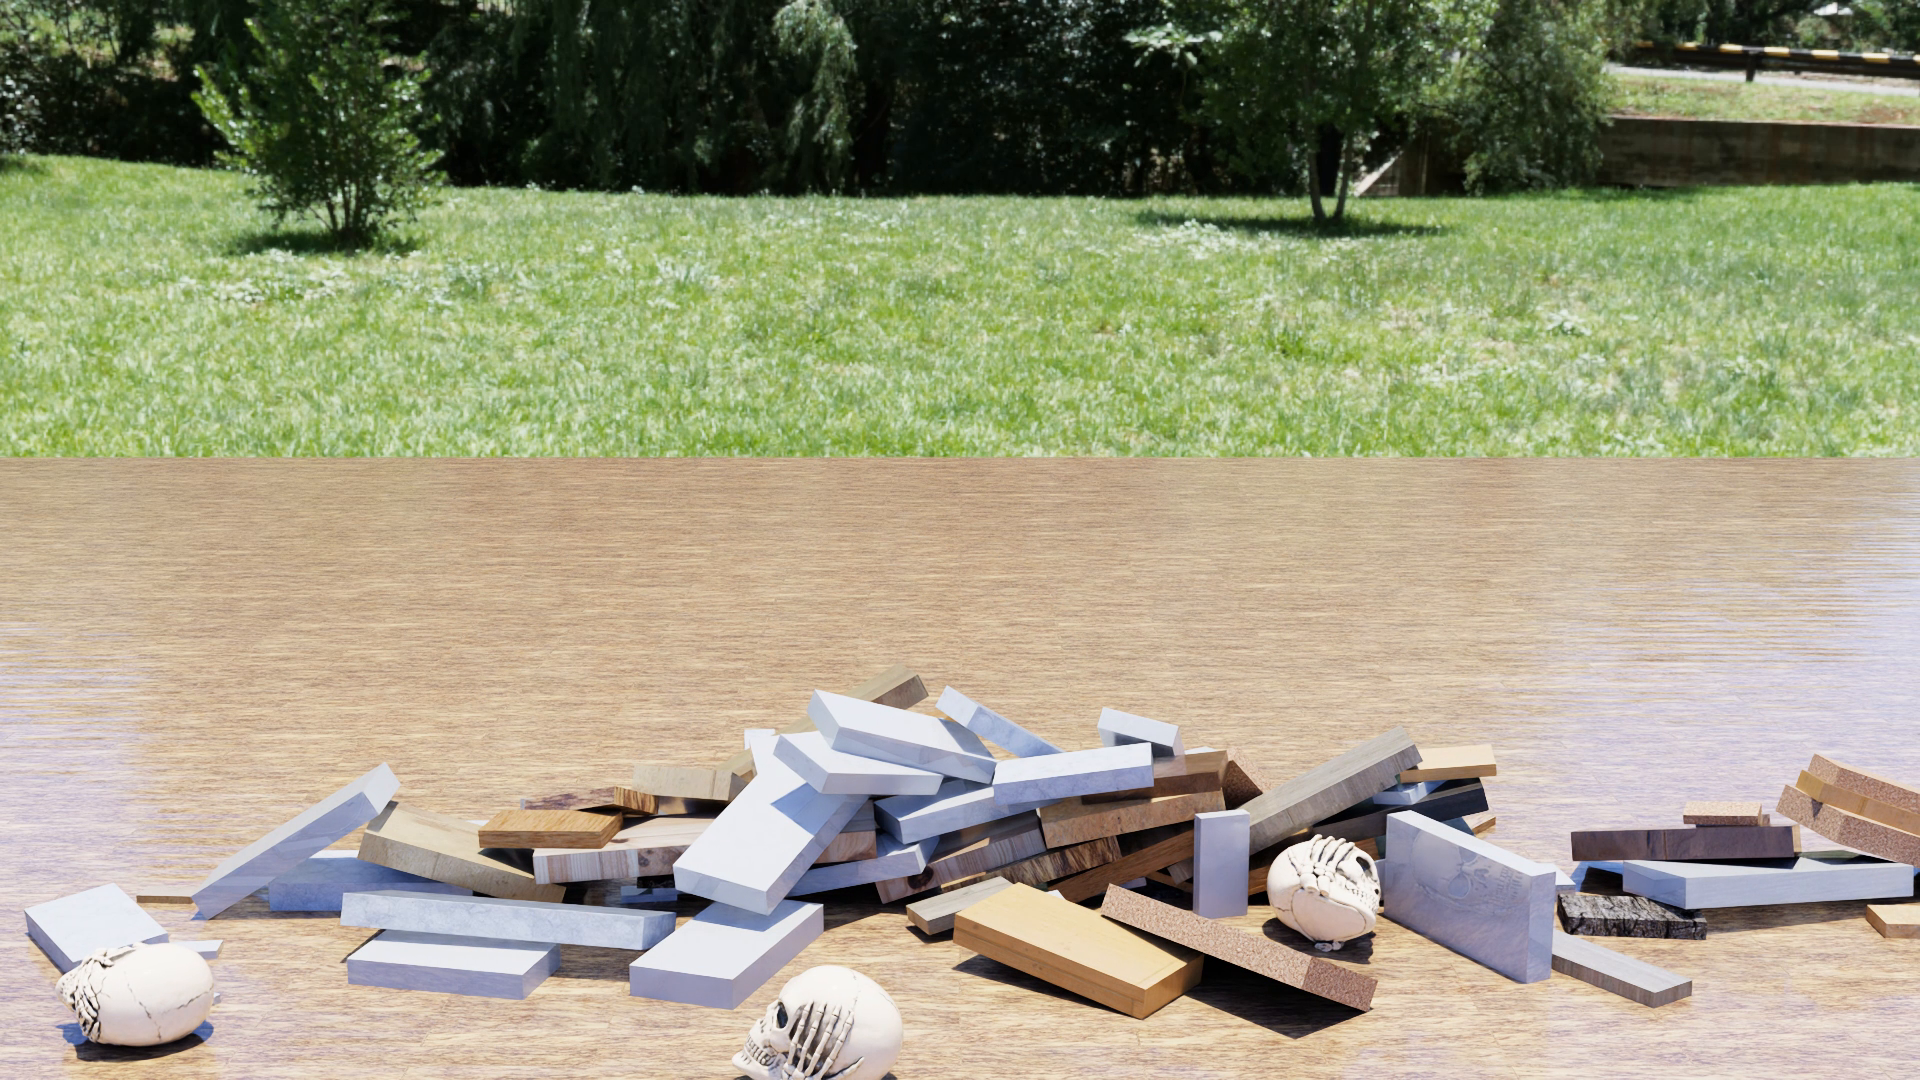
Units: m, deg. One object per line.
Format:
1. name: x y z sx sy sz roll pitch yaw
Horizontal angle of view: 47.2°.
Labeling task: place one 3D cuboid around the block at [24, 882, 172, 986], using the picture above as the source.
1. block: -1.341 0.609 3.415 0.140 0.040 0.281 -15 17 -34

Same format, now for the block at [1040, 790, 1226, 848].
1. block: 0.281 0.437 3.630 0.296 0.042 0.148 -11 10 1

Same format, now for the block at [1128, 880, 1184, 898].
1. block: 0.315 0.583 3.667 0.104 0.015 0.052 -1 11 -5

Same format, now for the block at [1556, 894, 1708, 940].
1. block: 1.073 0.603 3.518 0.213 0.030 0.107 1 11 6

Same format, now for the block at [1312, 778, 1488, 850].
1. block: 0.724 0.440 3.644 0.281 0.040 0.140 -15 10 9

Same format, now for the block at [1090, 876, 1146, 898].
1. block: 0.254 0.570 3.663 0.104 0.015 0.052 -12 11 -2

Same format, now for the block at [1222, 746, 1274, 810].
1. block: 0.493 0.453 3.757 0.115 0.230 0.033 -24 28 39

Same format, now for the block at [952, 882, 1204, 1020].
1. block: 0.176 0.612 3.301 0.338 0.048 0.169 16 18 33

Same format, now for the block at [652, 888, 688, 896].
1. block: -0.465 0.574 3.649 0.092 0.013 0.046 -2 11 -13

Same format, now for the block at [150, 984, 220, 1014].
1. block: -1.131 0.669 3.209 0.093 0.013 0.046 5 12 25

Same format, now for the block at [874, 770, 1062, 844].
1. block: 0.012 0.437 3.669 0.283 0.040 0.141 -13 10 -18

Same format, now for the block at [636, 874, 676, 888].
1. block: -0.487 0.562 3.640 0.092 0.013 0.046 -1 11 -3

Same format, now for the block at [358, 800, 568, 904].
1. block: -0.810 0.519 3.626 0.332 0.047 0.166 17 10 -9

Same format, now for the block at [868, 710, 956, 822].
1. block: -0.125 0.408 3.929 0.166 0.047 0.332 -16 16 23

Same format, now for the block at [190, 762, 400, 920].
1. block: -1.087 0.492 3.612 0.332 0.047 0.166 -31 10 4

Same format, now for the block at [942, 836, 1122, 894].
1. block: 0.116 0.528 3.648 0.296 0.042 0.148 -17 10 3

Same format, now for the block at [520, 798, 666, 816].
1. block: -0.654 0.483 3.946 0.261 0.037 0.130 -5 -7 40

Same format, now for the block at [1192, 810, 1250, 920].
1. block: 0.422 0.525 3.551 0.086 0.172 0.024 -3 11 -18

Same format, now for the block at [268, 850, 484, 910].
1. block: -0.960 0.567 3.666 0.332 0.047 0.166 0 11 0

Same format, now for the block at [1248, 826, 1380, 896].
1. block: 0.547 0.530 3.669 0.281 0.040 0.140 -16 9 3

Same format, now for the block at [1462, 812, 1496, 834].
1. block: 0.925 0.519 4.008 0.056 0.016 0.113 9 14 39

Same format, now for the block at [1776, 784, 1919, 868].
1. block: 1.573 0.503 3.696 0.348 0.049 0.174 17 6 -14

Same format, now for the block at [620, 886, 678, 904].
1. block: -0.516 0.587 3.651 0.092 0.013 0.046 -2 11 -9

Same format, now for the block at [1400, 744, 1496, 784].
1. block: 0.800 0.368 3.620 0.154 0.022 0.077 -5 18 8

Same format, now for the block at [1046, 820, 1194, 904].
1. block: 0.286 0.516 3.650 0.296 0.042 0.148 -22 10 4

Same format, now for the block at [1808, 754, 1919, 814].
1. block: 1.558 0.420 3.697 0.227 0.032 0.113 19 6 -2

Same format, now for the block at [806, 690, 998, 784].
1. block: -0.097 0.327 3.660 0.293 0.042 0.147 15 14 -25

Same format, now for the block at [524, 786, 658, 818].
1. block: -0.621 0.450 3.701 0.210 0.030 0.105 -12 -22 34

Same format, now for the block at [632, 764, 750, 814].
1. block: -0.431 0.456 3.831 0.172 0.049 0.344 2 -17 13

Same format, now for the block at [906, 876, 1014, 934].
1. block: 0.009 0.582 3.505 0.169 0.024 0.085 -14 13 -22

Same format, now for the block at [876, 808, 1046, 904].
1. block: 0.001 0.519 3.656 0.283 0.040 0.141 -19 10 3

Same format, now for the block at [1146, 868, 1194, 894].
1. block: 0.346 0.560 3.664 0.104 0.015 0.052 20 8 -3

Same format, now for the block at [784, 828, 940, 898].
1. block: -0.187 0.531 3.653 0.283 0.040 0.141 -12 12 15

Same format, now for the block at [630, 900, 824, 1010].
1. block: -0.351 0.623 3.359 0.167 0.047 0.334 4 11 19
